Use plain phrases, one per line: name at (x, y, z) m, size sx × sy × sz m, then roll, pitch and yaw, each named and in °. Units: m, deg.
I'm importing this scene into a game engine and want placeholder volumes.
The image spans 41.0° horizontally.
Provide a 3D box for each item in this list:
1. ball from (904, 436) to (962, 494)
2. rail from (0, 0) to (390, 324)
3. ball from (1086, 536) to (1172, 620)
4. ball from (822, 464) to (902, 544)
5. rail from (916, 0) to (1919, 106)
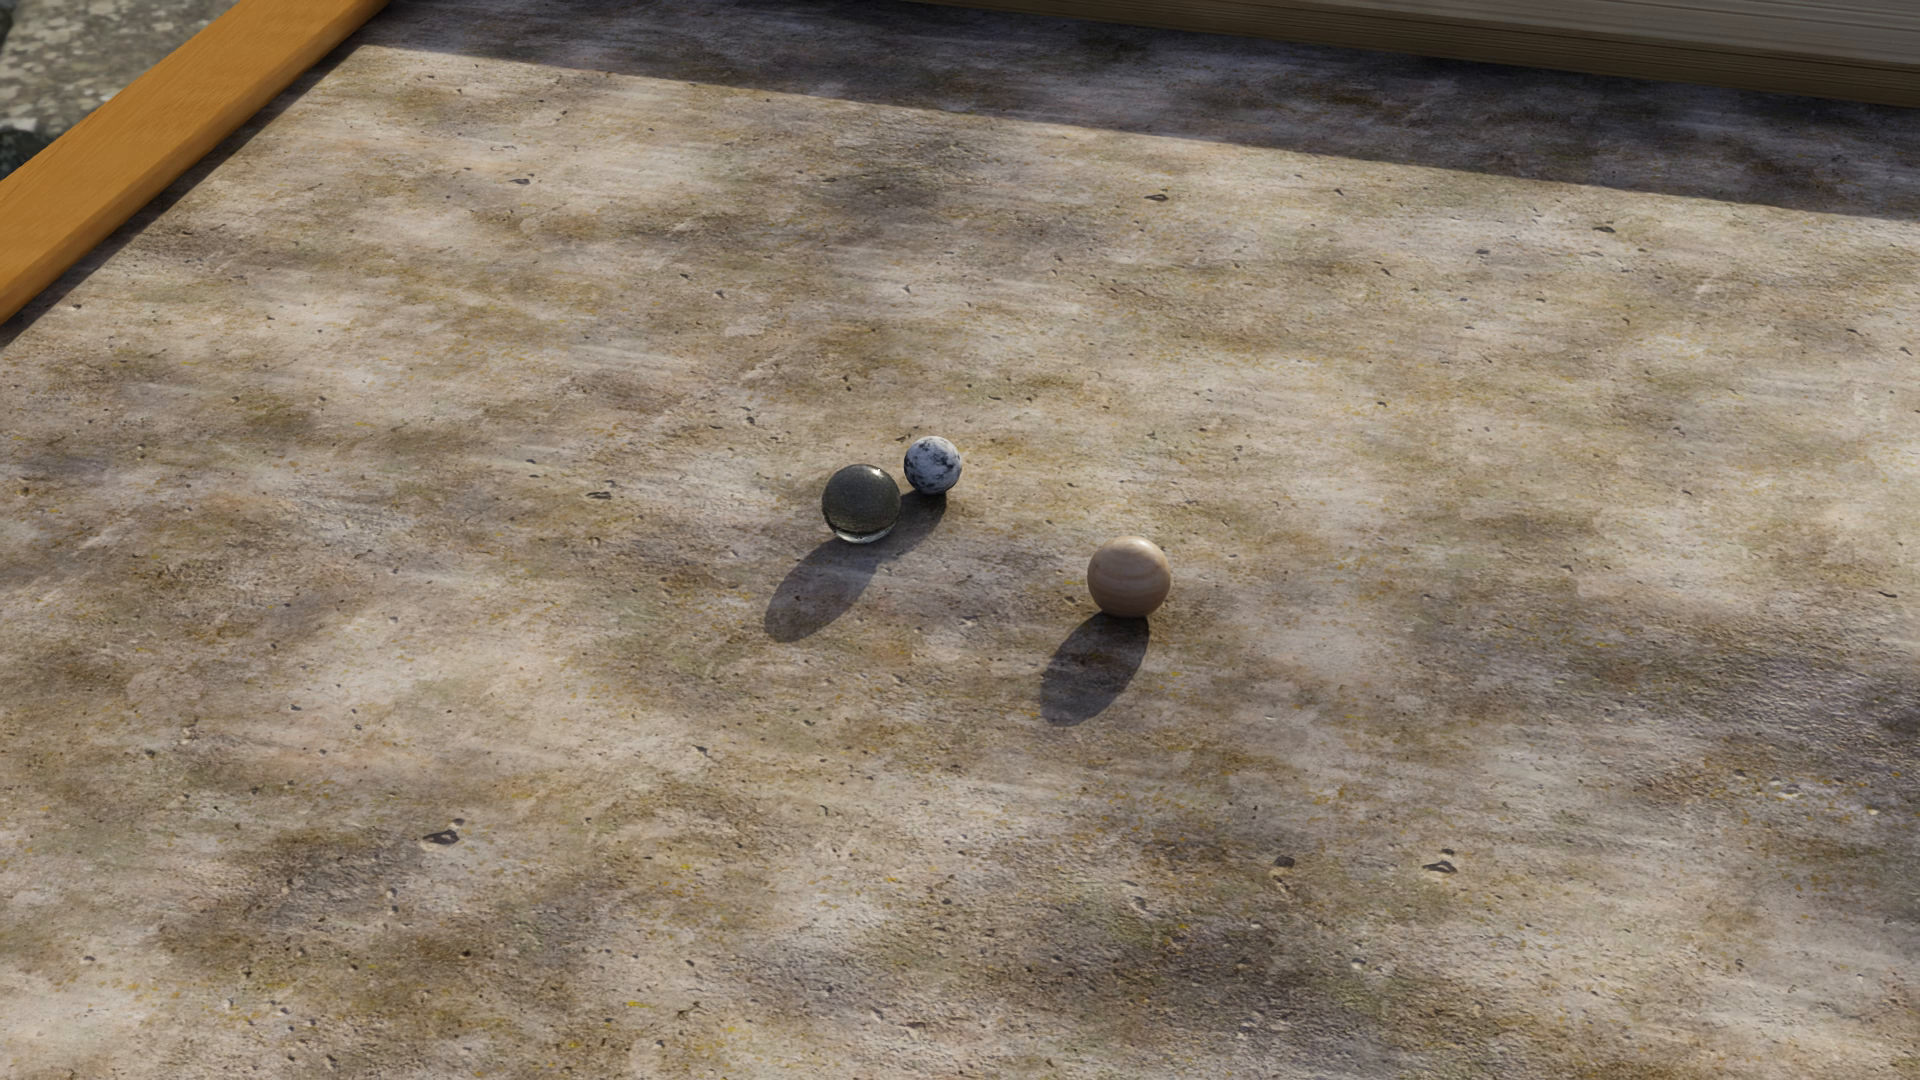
ball at (-0.022, -0.062, 2.117) m, size 0.049 × 0.049 × 0.049 m, roll 0°, pitch 34°, yaw 0°
rail at (-0.903, -0.166, 2.204) m, size 0.045 × 0.123 × 2.250 m, roll 9°, pitch 35°, yaw 13°
ball at (0.130, 0.029, 1.967) m, size 0.065 × 0.065 × 0.065 m, roll 0°, pitch 34°, yaw 0°
ball at (-0.079, -0.029, 2.054) m, size 0.065 × 0.065 × 0.065 m, roll 0°, pitch 34°, yaw 0°
rail at (1.219, -0.476, 2.667) m, size 3.842 × 0.123 × 0.045 m, roll 9°, pitch 35°, yaw 13°
